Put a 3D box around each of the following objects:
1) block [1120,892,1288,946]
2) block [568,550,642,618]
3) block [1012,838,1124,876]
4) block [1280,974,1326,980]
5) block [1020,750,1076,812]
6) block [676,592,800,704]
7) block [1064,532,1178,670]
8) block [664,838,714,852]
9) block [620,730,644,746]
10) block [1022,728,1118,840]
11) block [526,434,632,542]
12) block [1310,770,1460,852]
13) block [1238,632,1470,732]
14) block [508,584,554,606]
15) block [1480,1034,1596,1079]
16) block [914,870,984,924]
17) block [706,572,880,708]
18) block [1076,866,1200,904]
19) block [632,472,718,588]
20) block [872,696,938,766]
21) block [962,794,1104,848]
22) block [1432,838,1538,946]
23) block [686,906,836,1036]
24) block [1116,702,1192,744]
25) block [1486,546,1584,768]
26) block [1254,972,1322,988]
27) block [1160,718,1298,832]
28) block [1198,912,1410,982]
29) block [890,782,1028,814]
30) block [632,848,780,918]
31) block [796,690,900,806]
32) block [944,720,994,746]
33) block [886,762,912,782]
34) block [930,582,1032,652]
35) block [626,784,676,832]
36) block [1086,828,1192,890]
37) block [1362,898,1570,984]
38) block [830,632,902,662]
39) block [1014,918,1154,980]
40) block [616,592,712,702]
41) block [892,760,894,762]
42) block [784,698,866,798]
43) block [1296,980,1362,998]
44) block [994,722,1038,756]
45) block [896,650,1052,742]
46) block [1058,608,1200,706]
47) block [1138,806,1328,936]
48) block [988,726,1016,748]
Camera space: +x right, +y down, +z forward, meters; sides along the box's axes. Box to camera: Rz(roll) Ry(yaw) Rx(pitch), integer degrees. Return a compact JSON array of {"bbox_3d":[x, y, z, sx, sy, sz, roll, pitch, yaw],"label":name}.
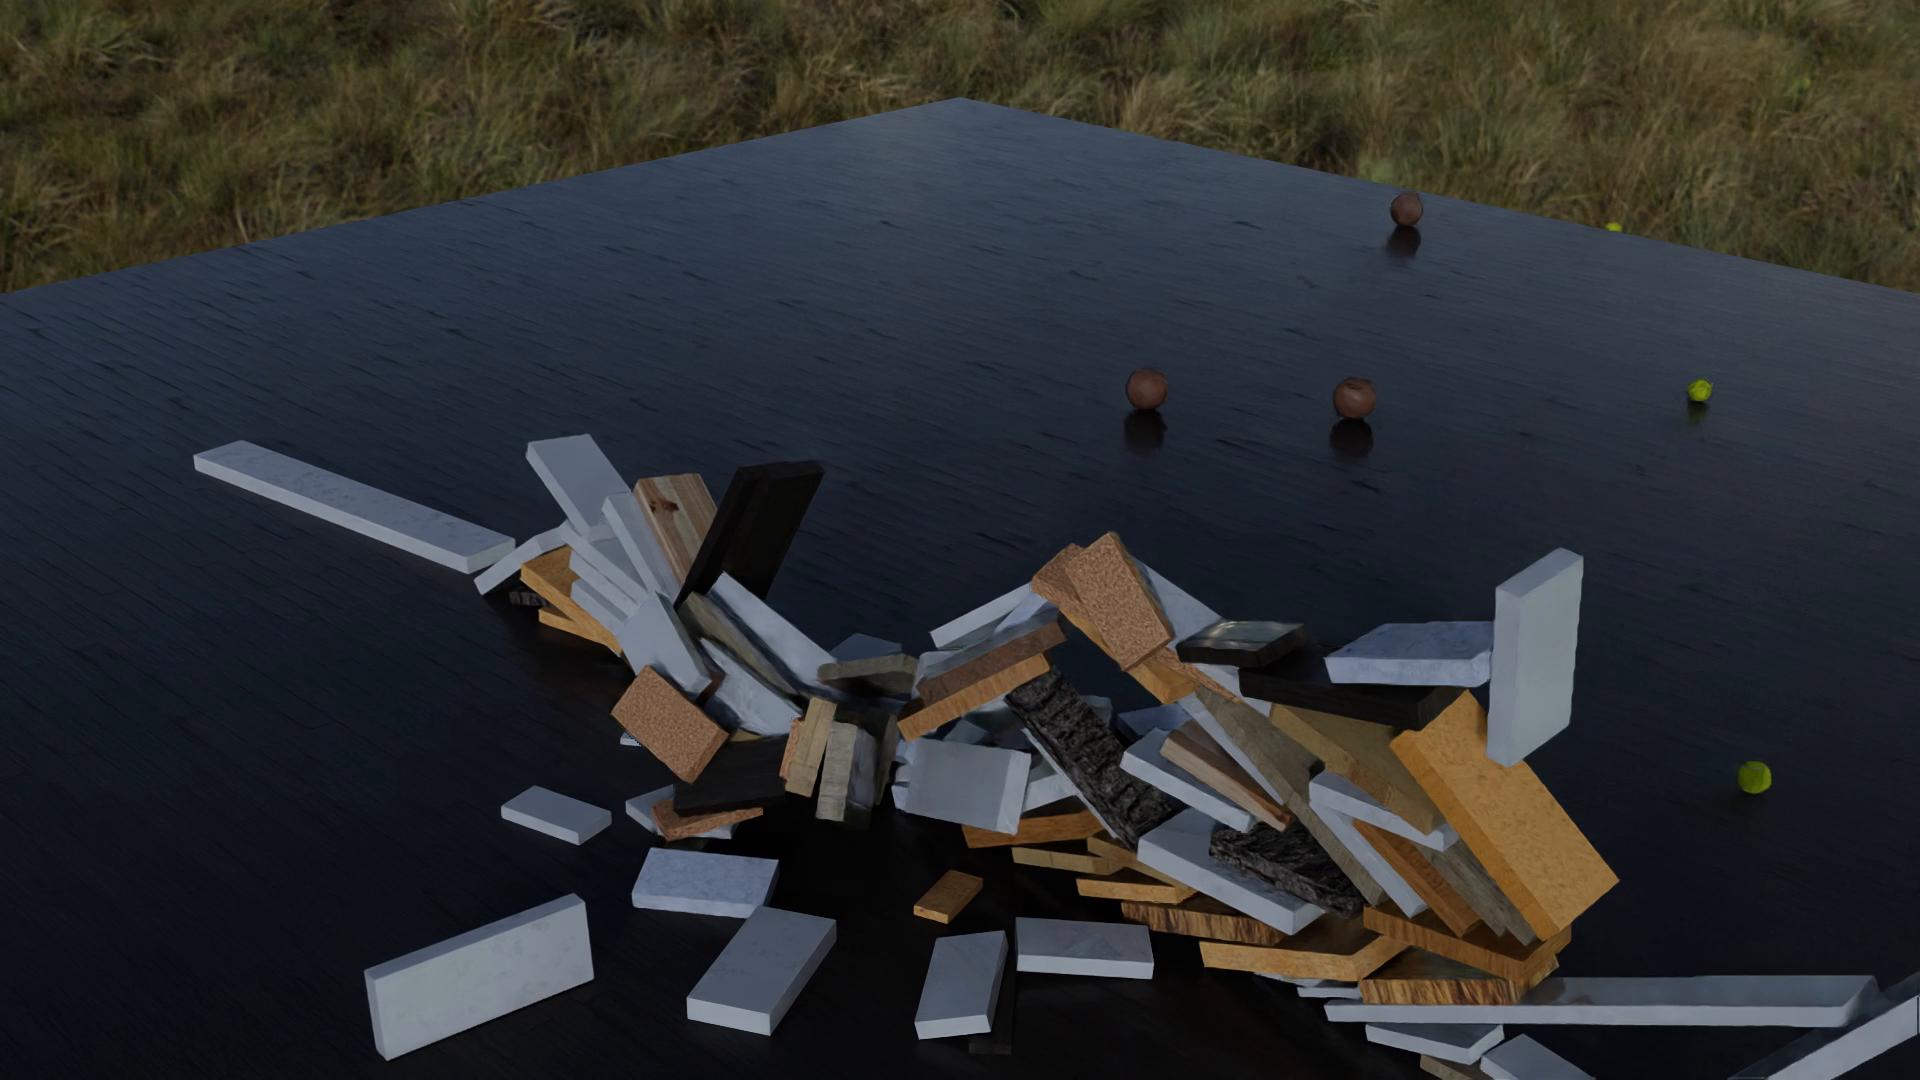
[{"bbox_3d":[0.476,0.665,3.999,0.338,0.048,0.169,-2,14,46],"label":"block"},{"bbox_3d":[-0.731,0.106,5.084,0.338,0.048,0.169,36,38,30],"label":"block"},{"bbox_3d":[0.229,0.595,4.225,0.241,0.034,0.121,0,14,44],"label":"block"},{"bbox_3d":[0.630,0.744,3.829,0.130,0.018,0.065,-8,11,34],"label":"block"},{"bbox_3d":[0.103,0.451,4.254,0.173,0.049,0.347,-16,10,-21],"label":"block"},{"bbox_3d":[-0.496,0.284,4.557,0.360,0.180,0.051,43,11,36],"label":"block"},{"bbox_3d":[0.281,0.108,3.878,0.031,0.110,0.220,0,57,-58],"label":"block"},{"bbox_3d":[-0.543,0.614,4.286,0.075,0.021,0.150,6,24,14],"label":"block"},{"bbox_3d":[-0.693,0.414,4.766,0.053,0.015,0.105,5,23,11],"label":"block"},{"bbox_3d":[0.228,0.432,4.095,0.072,0.020,0.264,-38,85,-34],"label":"block"},{"bbox_3d":[-0.873,-0.125,5.152,0.160,0.045,0.319,-11,46,-37],"label":"block"},{"bbox_3d":[0.720,0.426,3.625,0.257,0.036,0.129,19,35,40],"label":"block"},{"bbox_3d":[0.645,0.227,3.610,0.336,0.048,0.168,9,29,40],"label":"block"},{"bbox_3d":[-0.981,0.125,5.350,0.231,0.033,0.116,1,19,42],"label":"block"},{"bbox_3d":[0.959,0.881,3.572,0.103,0.029,0.205,-16,28,-33],"label":"block"},{"bbox_3d":[-0.021,0.672,4.150,0.072,0.020,0.143,12,26,25],"label":"block"},{"bbox_3d":[-0.389,0.264,4.632,0.485,0.180,0.051,35,-2,34],"label":"block"},{"bbox_3d":[0.347,0.633,4.104,0.241,0.034,0.121,-4,13,46],"label":"block"},{"bbox_3d":[-0.610,-0.012,5.018,0.159,0.045,0.319,-8,56,-37],"label":"block"},{"bbox_3d":[-0.144,0.384,4.481,0.237,0.034,0.118,7,57,52],"label":"block"},{"bbox_3d":[0.179,0.533,4.250,0.173,0.049,0.346,-21,4,-40],"label":"block"},{"bbox_3d":[0.873,0.544,3.537,0.108,0.031,0.216,-23,56,-32],"label":"block"},{"bbox_3d":[-0.349,0.761,3.911,0.155,0.044,0.310,7,24,17],"label":"block"},{"bbox_3d":[0.467,0.398,4.783,0.223,0.032,0.112,-9,24,-20],"label":"block"},{"bbox_3d":[0.869,0.179,3.327,0.154,0.308,0.044,-27,37,-33],"label":"block"},{"bbox_3d":[0.591,0.761,3.904,0.065,0.018,0.130,-22,18,-40],"label":"block"},{"bbox_3d":[0.501,0.417,3.949,0.261,0.037,0.131,32,29,20],"label":"block"},{"bbox_3d":[0.606,0.708,3.873,0.169,0.048,0.338,-21,11,-42],"label":"block"},{"bbox_3d":[0.041,0.494,4.395,0.173,0.049,0.347,-21,12,-40],"label":"block"},{"bbox_3d":[-0.479,0.649,4.154,0.253,0.036,0.126,4,35,9],"label":"block"},{"bbox_3d":[-0.296,0.407,4.455,0.360,0.180,0.051,11,-9,33],"label":"block"},{"bbox_3d":[0.011,0.400,4.363,0.072,0.020,0.144,-44,17,-12],"label":"block"},{"bbox_3d":[-0.087,0.461,4.511,0.118,0.034,0.237,-21,6,-40],"label":"block"},{"bbox_3d":[0.076,0.149,4.271,0.254,0.036,0.127,-27,-17,7],"label":"block"},{"bbox_3d":[-0.567,0.531,4.472,0.199,0.028,0.099,-17,28,-35],"label":"block"},{"bbox_3d":[0.365,0.574,4.072,0.241,0.034,0.121,16,27,42],"label":"block"},{"bbox_3d":[0.833,0.631,3.621,0.299,0.042,0.149,15,31,42],"label":"block"},{"bbox_3d":[-0.252,0.287,5.039,0.123,0.035,0.247,13,26,27],"label":"block"},{"bbox_3d":[0.222,0.734,3.959,0.242,0.034,0.121,4,23,-3],"label":"block"},{"bbox_3d":[-0.604,0.239,4.476,0.037,0.130,0.260,27,21,-46],"label":"block"},{"bbox_3d":[-0.213,0.432,4.623,0.118,0.034,0.237,-20,16,-36],"label":"block"},{"bbox_3d":[-0.254,0.404,4.192,0.050,0.176,0.353,15,-6,8],"label":"block"},{"bbox_3d":[0.659,0.777,3.840,0.065,0.018,0.130,-22,7,-42],"label":"block"},{"bbox_3d":[0.132,0.388,4.309,0.072,0.020,0.144,1,20,29],"label":"block"},{"bbox_3d":[0.028,0.277,4.116,0.299,0.042,0.149,-27,6,6],"label":"block"},{"bbox_3d":[0.331,0.173,3.992,0.146,0.041,0.292,-22,49,-34],"label":"block"},{"bbox_3d":[0.503,0.585,3.928,0.338,0.048,0.169,22,31,37],"label":"block"},{"bbox_3d":[0.099,0.392,4.359,0.095,0.013,0.047,-17,29,-37],"label":"block"}]
